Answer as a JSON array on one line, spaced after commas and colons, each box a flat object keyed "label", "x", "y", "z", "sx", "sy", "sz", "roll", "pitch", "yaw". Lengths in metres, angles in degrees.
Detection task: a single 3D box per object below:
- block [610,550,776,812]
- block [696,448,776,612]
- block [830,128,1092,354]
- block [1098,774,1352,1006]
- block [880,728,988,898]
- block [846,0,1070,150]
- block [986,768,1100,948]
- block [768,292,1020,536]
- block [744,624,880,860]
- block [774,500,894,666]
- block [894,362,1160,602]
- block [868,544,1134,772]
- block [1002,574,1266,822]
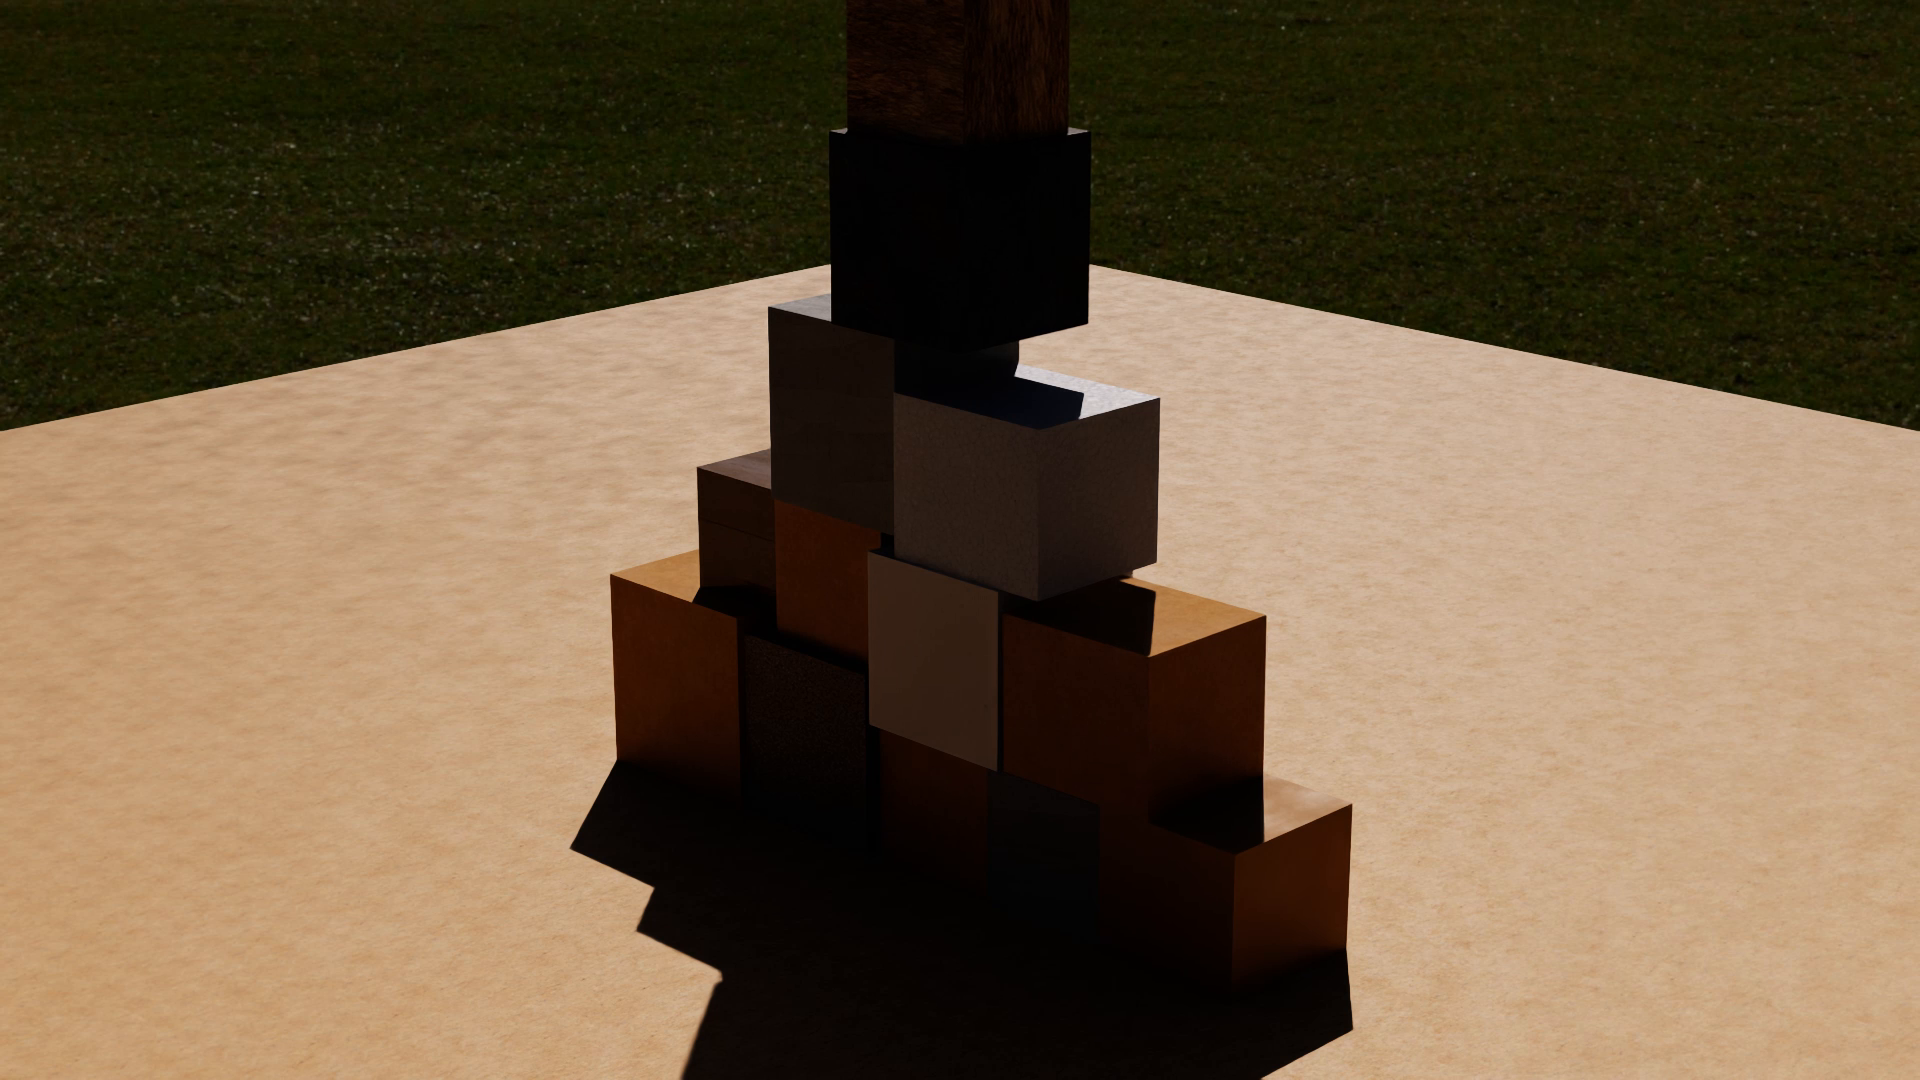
[{"label": "block", "x": -1.079, "y": 0.645, "z": 14.646, "sx": 0.897, "sy": 0.988, "sz": 0.958, "roll": -17, "pitch": 24, "yaw": -42}, {"label": "block", "x": -0.848, "y": -0.060, "z": 14.225, "sx": 0.590, "sy": 0.609, "sz": 0.603, "roll": -17, "pitch": 24, "yaw": -42}, {"label": "block", "x": 0.001, "y": -1.371, "z": 12.907, "sx": 0.813, "sy": 0.861, "sz": 0.803, "roll": -17, "pitch": 24, "yaw": -42}, {"label": "block", "x": 1.135, "y": 1.450, "z": 12.601, "sx": 0.779, "sy": 0.678, "sz": 0.750, "roll": -17, "pitch": 24, "yaw": -42}, {"label": "block", "x": 0.119, "y": 1.154, "z": 13.551, "sx": 0.670, "sy": 0.673, "sz": 0.716, "roll": -17, "pitch": 24, "yaw": -42}, {"label": "block", "x": -0.009, "y": -2.103, "z": 12.664, "sx": 0.645, "sy": 0.680, "sz": 0.712, "roll": -17, "pitch": 24, "yaw": -42}, {"label": "block", "x": 0.627, "y": 1.302, "z": 13.089, "sx": 0.762, "sy": 0.668, "sz": 0.669, "roll": -17, "pitch": 24, "yaw": -42}, {"label": "block", "x": -0.303, "y": -0.625, "z": 13.489, "sx": 0.790, "sy": 0.914, "sz": 0.833, "roll": -17, "pitch": 24, "yaw": -42}, {"label": "block", "x": -0.417, "y": 0.869, "z": 14.065, "sx": 0.881, "sy": 0.908, "sz": 0.836, "roll": -17, "pitch": 24, "yaw": -42}, {"label": "block", "x": -0.368, "y": 0.121, "z": 13.788, "sx": 0.689, "sy": 0.687, "sz": 0.722, "roll": -17, "pitch": 24, "yaw": -42}, {"label": "block", "x": 0.290, "y": -0.274, "z": 12.935, "sx": 0.766, "sy": 0.758, "sz": 0.884, "roll": -17, "pitch": 24, "yaw": -42}, {"label": "block", "x": 0.183, "y": 0.441, "z": 13.310, "sx": 0.873, "sy": 0.831, "sz": 0.818, "roll": -17, "pitch": 24, "yaw": -42}, {"label": "block", "x": 0.754, "y": 0.669, "z": 12.739, "sx": 0.761, "sy": 0.733, "sz": 0.846, "roll": -17, "pitch": 23, "yaw": -42}]
